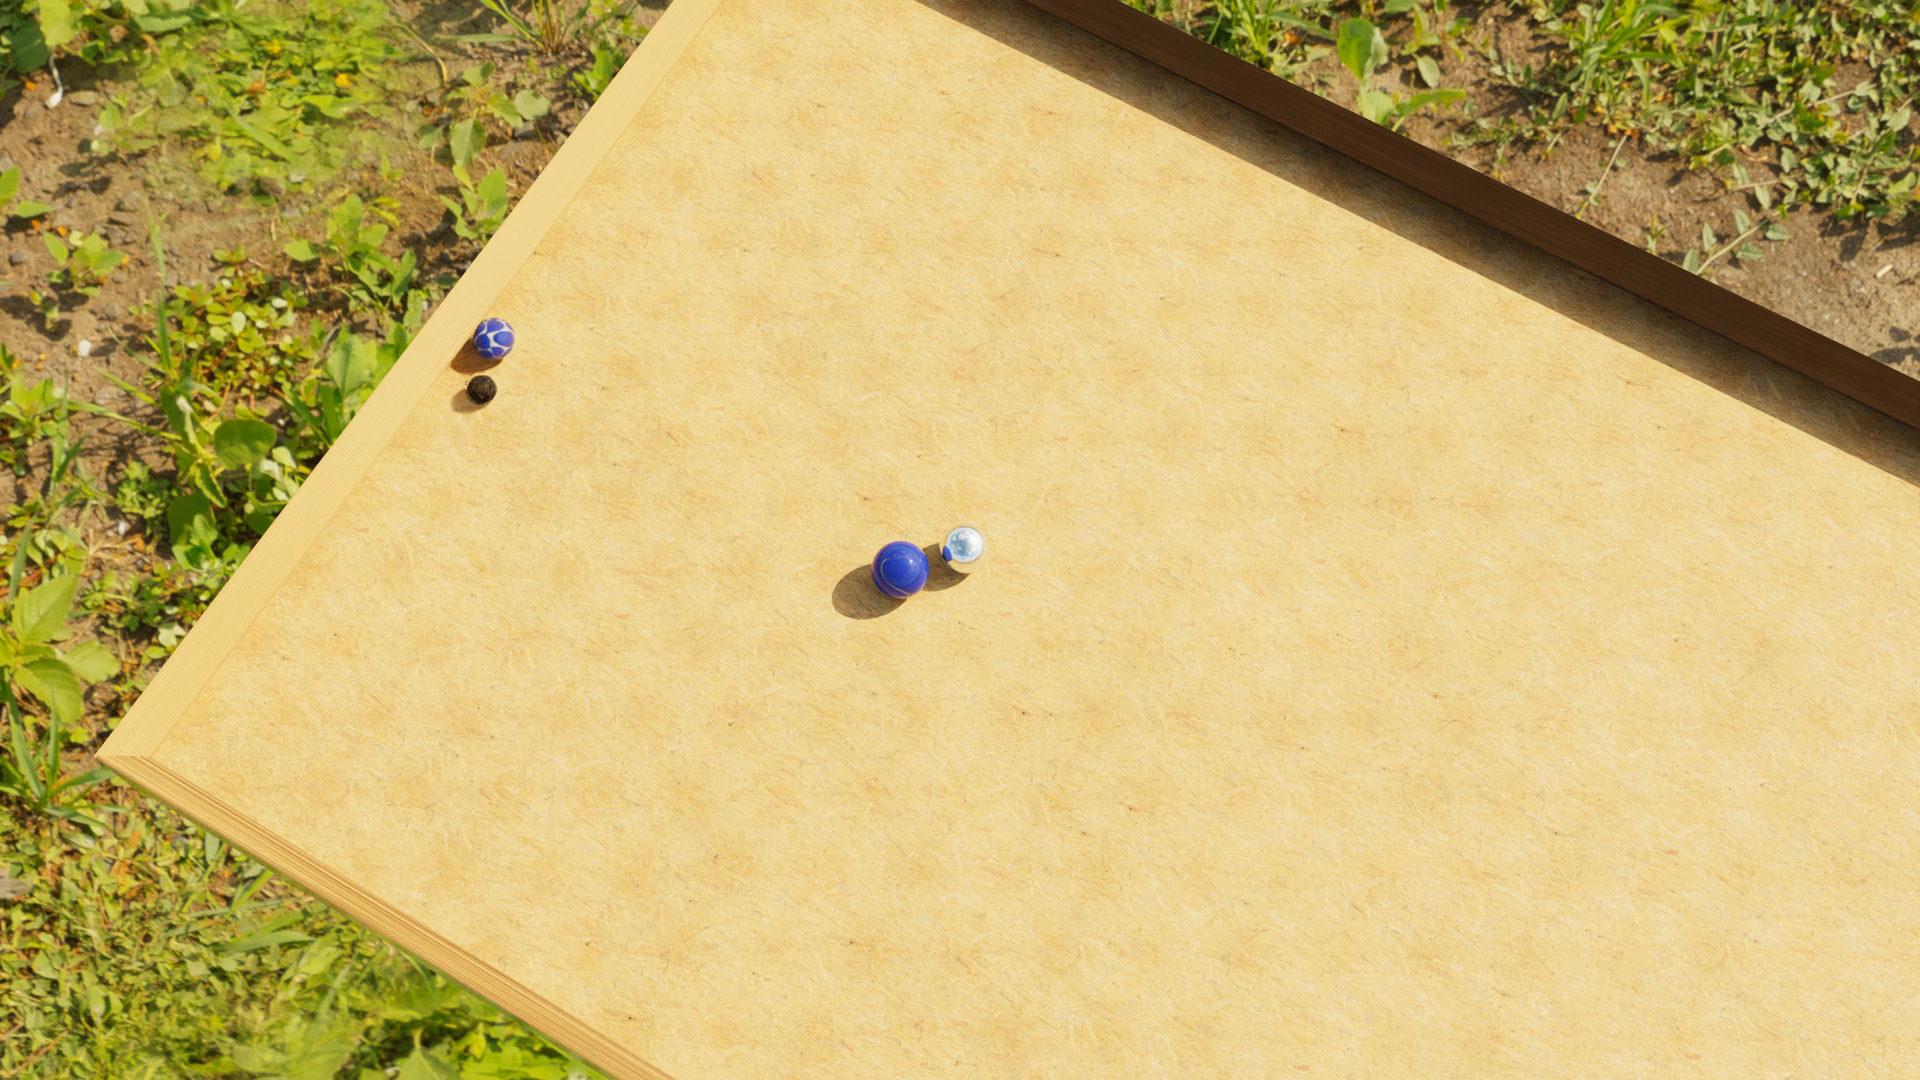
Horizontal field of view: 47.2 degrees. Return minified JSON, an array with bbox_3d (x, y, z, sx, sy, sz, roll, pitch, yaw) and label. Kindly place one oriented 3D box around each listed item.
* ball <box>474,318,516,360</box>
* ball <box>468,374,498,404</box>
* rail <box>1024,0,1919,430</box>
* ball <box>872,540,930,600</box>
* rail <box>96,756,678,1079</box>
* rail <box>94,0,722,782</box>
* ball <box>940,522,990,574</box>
[{"bbox_3d":[-0.772,-0.335,3.649,0.069,0.069,0.069,0,67,0],"label":"ball"},{"bbox_3d":[-0.787,-0.248,3.624,0.048,0.048,0.048,0,67,0],"label":"ball"},{"bbox_3d":[1.281,-0.346,3.625,3.689,0.120,0.045,28,70,11],"label":"rail"},{"bbox_3d":[-0.094,0.047,3.476,0.093,0.093,0.093,0,67,0],"label":"ball"},{"bbox_3d":[0.312,1.184,2.982,3.689,0.120,0.045,28,70,11],"label":"rail"},{"bbox_3d":[-0.776,-0.427,3.659,0.045,0.120,1.968,28,70,11],"label":"rail"},{"bbox_3d":[0.007,0.013,3.496,0.081,0.081,0.081,0,67,0],"label":"ball"}]
